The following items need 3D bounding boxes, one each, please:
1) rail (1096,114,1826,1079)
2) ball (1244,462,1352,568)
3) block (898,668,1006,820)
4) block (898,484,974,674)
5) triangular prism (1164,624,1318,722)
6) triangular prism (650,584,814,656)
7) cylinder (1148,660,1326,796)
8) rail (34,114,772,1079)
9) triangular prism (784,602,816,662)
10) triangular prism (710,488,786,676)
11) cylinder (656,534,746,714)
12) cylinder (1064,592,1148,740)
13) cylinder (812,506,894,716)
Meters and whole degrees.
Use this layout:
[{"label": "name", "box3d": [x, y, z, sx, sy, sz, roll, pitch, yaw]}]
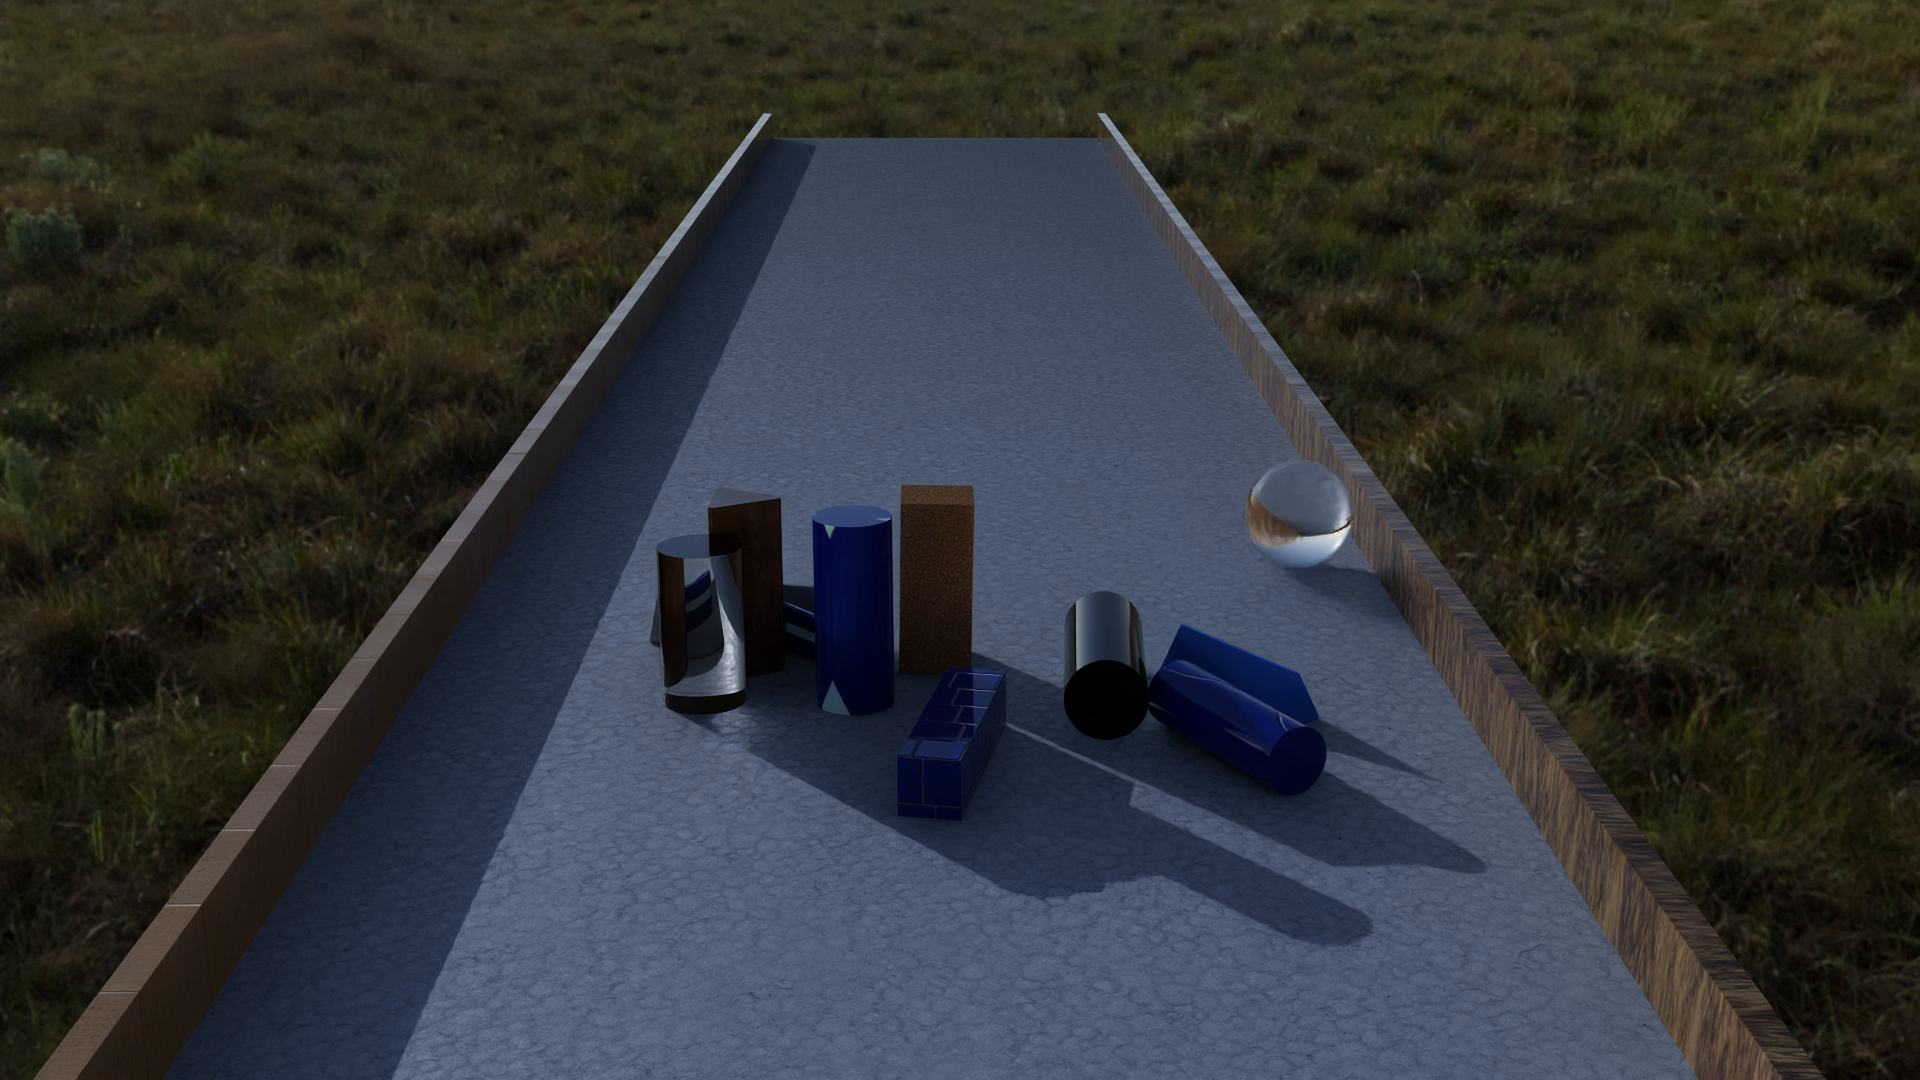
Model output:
[{"label": "rail", "box3d": [0.932, -0.844, 7.801, 0.050, 0.150, 12.000, 0, 17, -1]}, {"label": "ball", "box3d": [0.767, -0.056, 4.990, 0.242, 0.242, 0.242, 0, 17, 0]}, {"label": "block", "box3d": [-0.010, 0.351, 3.857, 0.108, 0.108, 0.438, 3, 17, 10]}, {"label": "block", "box3d": [-0.047, 0.077, 4.355, 0.142, 0.346, 0.142, 1, 17, -1]}, {"label": "triangular prism", "box3d": [0.527, 0.253, 4.189, 0.117, 0.101, 0.334, -10, 19, -32]}, {"label": "triangular prism", "box3d": [-0.410, 0.145, 4.506, 0.427, 0.125, 0.144, 5, 17, 15]}, {"label": "cylinder", "box3d": [0.486, 0.329, 3.904, 0.124, 0.124, 0.377, -9, 19, -27]}, {"label": "rail", "box3d": [-1.118, -0.838, 7.780, 0.050, 0.150, 12.000, 0, 17, -1]}, {"label": "triangular prism", "box3d": [-0.359, 0.145, 4.371, 0.451, 0.085, 0.098, 21, 59, 25]}, {"label": "triangular prism", "box3d": [-0.443, 0.082, 4.329, 0.149, 0.355, 0.129, -9, 19, -28]}, {"label": "cylinder", "box3d": [-0.488, 0.158, 4.157, 0.160, 0.306, 0.160, 0, 17, 0]}, {"label": "cylinder", "box3d": [0.275, 0.232, 4.175, 0.154, 0.154, 0.404, 1, 17, 3]}, {"label": "cylinder", "box3d": [-0.200, 0.132, 4.140, 0.149, 0.366, 0.149, 0, 16, 0]}]
